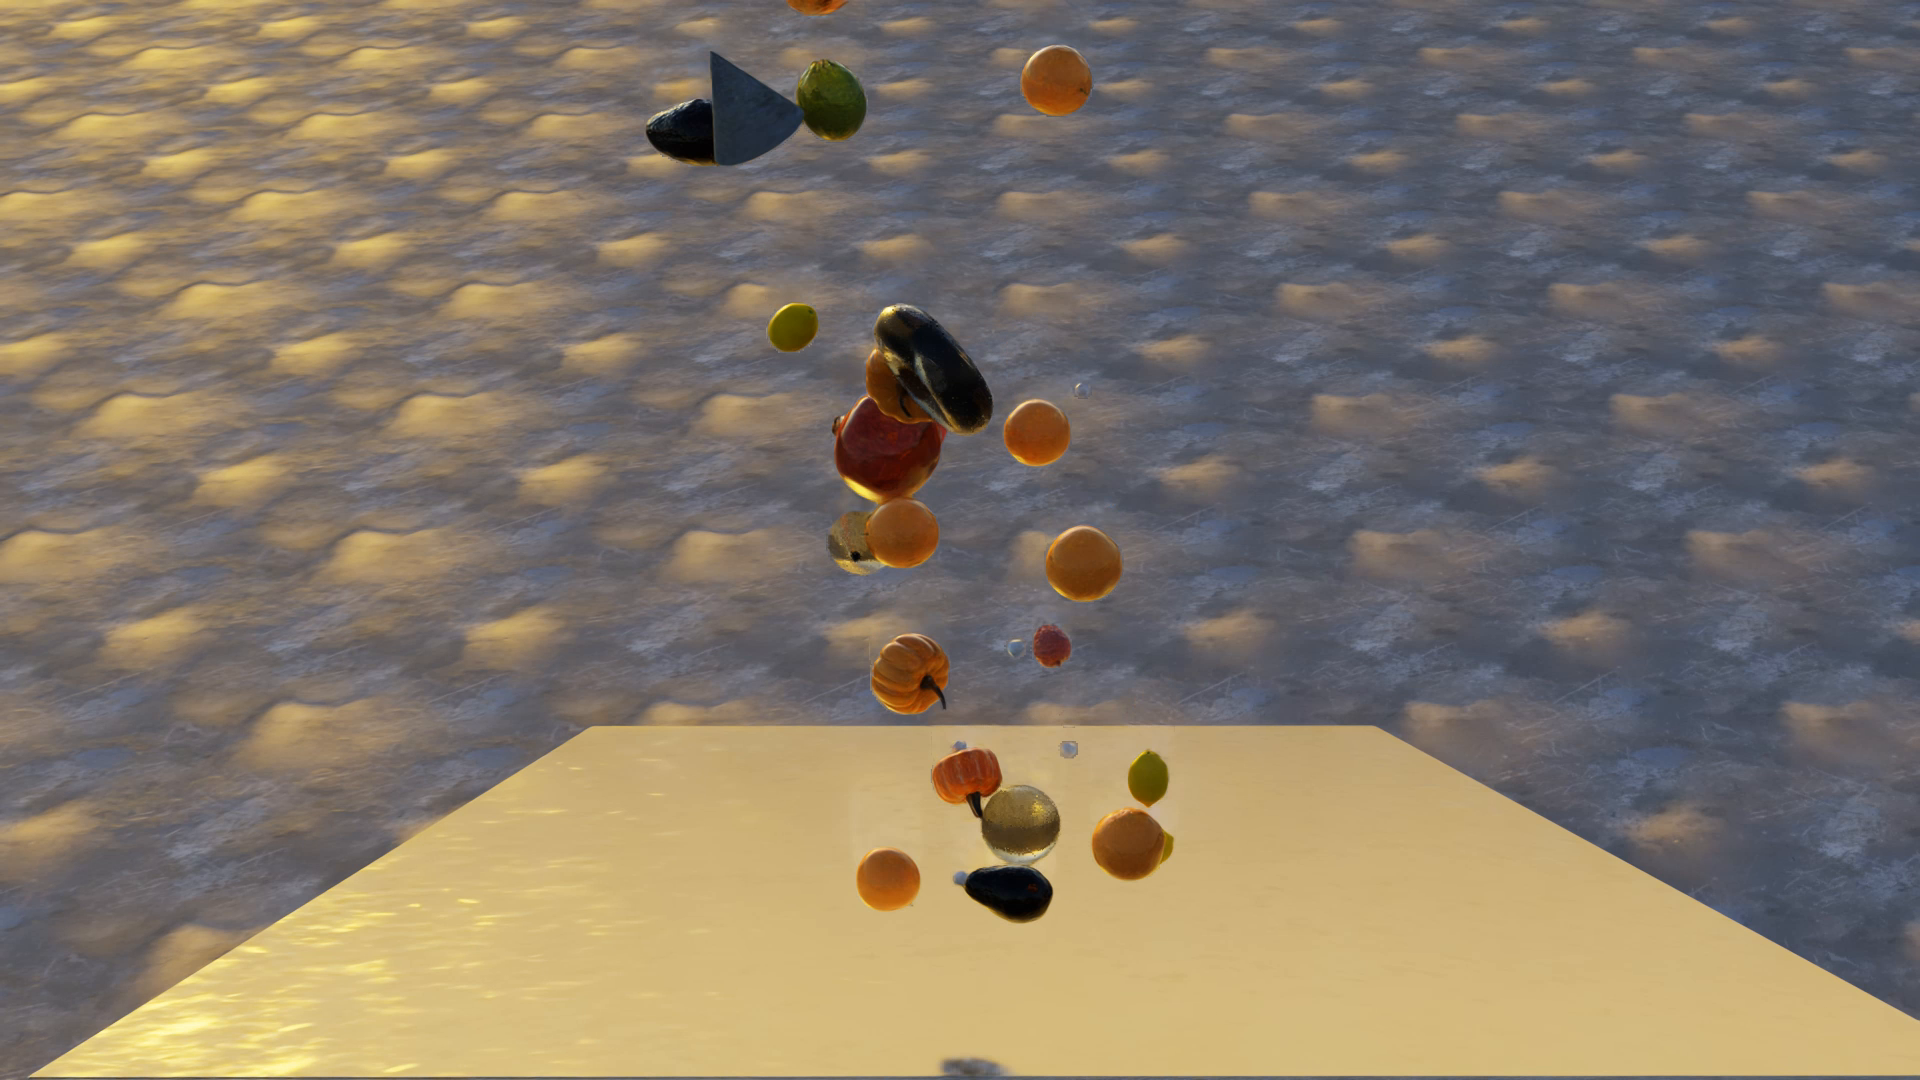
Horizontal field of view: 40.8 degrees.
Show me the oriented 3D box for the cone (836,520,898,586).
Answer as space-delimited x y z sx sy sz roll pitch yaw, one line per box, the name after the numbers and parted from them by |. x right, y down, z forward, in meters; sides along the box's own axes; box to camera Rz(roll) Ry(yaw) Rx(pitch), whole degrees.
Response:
-0.104 0.012 2.615 0.068 0.068 0.068 9 -1 16 | cone

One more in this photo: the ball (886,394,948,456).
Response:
-0.047 -0.124 2.762 0.067 0.067 0.067 0 27 0 | ball

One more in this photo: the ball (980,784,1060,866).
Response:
0.068 0.320 2.895 0.090 0.090 0.090 0 27 0 | ball

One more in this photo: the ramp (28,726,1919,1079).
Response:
0.062 0.557 4.594 2.000 0.100 4.000 0 1 0 | ramp

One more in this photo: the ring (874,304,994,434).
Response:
-0.024 -0.154 2.330 0.046 0.139 0.139 -40 39 -8 | ring

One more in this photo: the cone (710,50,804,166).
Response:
-0.193 -0.383 2.211 0.088 0.088 0.088 -22 31 14 | cone
